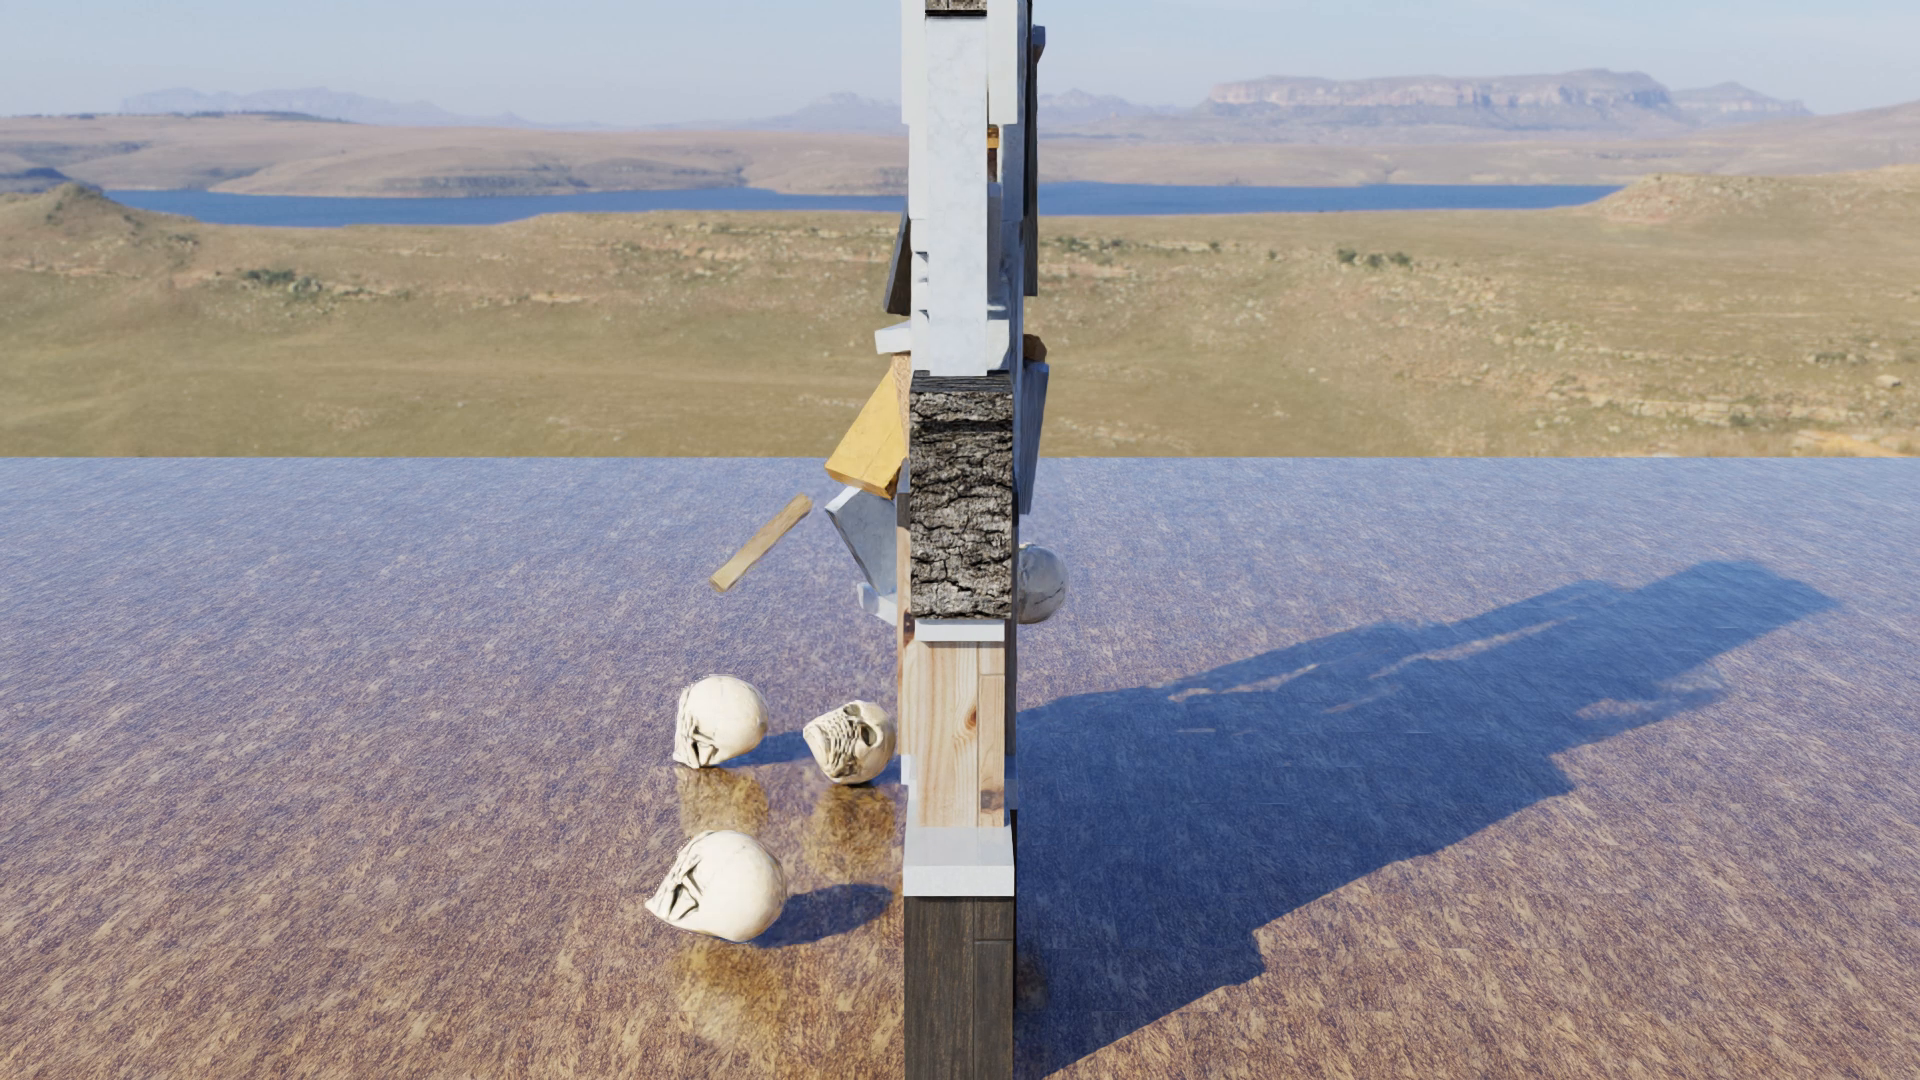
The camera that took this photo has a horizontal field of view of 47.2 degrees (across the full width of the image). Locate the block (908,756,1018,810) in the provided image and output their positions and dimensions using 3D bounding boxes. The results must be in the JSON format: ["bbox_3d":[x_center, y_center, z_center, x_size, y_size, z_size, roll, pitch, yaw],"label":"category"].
[{"bbox_3d":[0.005,0.331,3.254,0.154,0.044,0.309,0,11,0],"label":"block"}]

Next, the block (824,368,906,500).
[{"bbox_3d":[-0.117,-0.219,4.142,0.144,0.288,0.041,20,-23,31],"label":"block"}]

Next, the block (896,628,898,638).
[{"bbox_3d":[-0.027,0.279,4.386,0.165,0.329,0.047,-10,11,-7],"label":"block"}]

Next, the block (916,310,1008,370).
[{"bbox_3d":[0.003,-0.200,3.119,0.130,0.260,0.037,0,10,0],"label":"block"}]

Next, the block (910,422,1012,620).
[{"bbox_3d":[0.001,-0.030,2.876,0.132,0.265,0.037,0,11,0],"label":"block"}]

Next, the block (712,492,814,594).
[{"bbox_3d":[-0.366,0.006,4.061,0.228,0.032,0.114,-44,1,-9],"label":"block"}]

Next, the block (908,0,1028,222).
[{"bbox_3d":[0.012,-0.660,3.323,0.173,0.347,0.049,1,12,3],"label":"block"}]

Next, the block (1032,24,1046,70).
[{"bbox_3d":[0.030,-0.767,3.734,0.148,0.042,0.297,7,-32,-13],"label":"block"}]

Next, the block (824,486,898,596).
[{"bbox_3d":[-0.161,-0.012,4.189,0.114,0.228,0.032,-43,39,-17],"label":"block"}]

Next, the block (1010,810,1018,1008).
[{"bbox_3d":[0.004,0.523,3.185,0.154,0.309,0.044,0,10,0],"label":"block"}]

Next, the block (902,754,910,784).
[{"bbox_3d":[-0.005,0.155,3.448,0.173,0.461,0.049,0,11,0],"label":"block"}]

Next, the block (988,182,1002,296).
[{"bbox_3d":[0.006,-0.403,2.962,0.095,0.190,0.027,0,53,0],"label":"block"}]

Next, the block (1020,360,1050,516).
[{"bbox_3d":[0.069,-0.177,3.715,0.132,0.265,0.037,8,26,2],"label":"block"}]

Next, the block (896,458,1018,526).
[{"bbox_3d":[-0.004,-0.074,3.288,0.173,0.049,0.346,0,10,0],"label":"block"}]

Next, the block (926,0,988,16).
[{"bbox_3d":[-0.005,-0.644,2.823,0.077,0.022,0.154,0,-22,0],"label":"block"}]

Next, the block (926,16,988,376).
[{"bbox_3d":[-0.003,-0.440,2.871,0.077,0.491,0.022,0,30,0],"label":"block"}]

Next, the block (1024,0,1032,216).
[{"bbox_3d":[0.027,-0.702,3.551,0.173,0.346,0.049,1,12,3],"label":"block"}]

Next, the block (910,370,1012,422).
[{"bbox_3d":[0.002,-0.194,2.936,0.132,0.037,0.265,0,11,0],"label":"block"}]

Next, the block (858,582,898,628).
[{"bbox_3d":[-0.072,0.116,4.257,0.165,0.047,0.329,-12,11,-17],"label":"block"}]

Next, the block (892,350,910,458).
[{"bbox_3d":[-0.030,-0.205,3.958,0.144,0.288,0.041,-8,-12,-7],"label":"block"}]

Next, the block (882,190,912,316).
[{"bbox_3d":[-0.031,-0.536,3.868,0.148,0.297,0.042,7,22,-16],"label":"block"}]

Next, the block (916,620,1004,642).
[{"bbox_3d":[0.000,0.095,3.018,0.118,0.033,0.236,0,11,0],"label":"block"}]

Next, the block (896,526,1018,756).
[{"bbox_3d":[-0.004,0.141,3.212,0.173,0.346,0.049,0,10,0],"label":"block"}]

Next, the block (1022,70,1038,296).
[{"bbox_3d":[0.054,-0.591,3.651,0.148,0.371,0.042,0,13,2],"label":"block"}]

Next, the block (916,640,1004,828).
[{"bbox_3d":[0.000,0.256,2.968,0.118,0.264,0.033,0,11,0],"label":"block"}]

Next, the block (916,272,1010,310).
[{"bbox_3d":[0.003,-0.362,3.177,0.130,0.037,0.260,0,11,0],"label":"block"}]

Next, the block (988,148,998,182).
[{"bbox_3d":[0.005,-0.471,3.143,0.095,0.190,0.027,0,11,0],"label":"block"}]

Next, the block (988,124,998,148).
[{"bbox_3d":[0.005,-0.564,3.060,0.095,0.027,0.190,0,13,0],"label":"block"}]

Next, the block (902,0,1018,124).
[{"bbox_3d":[0.000,-0.871,3.054,0.162,0.575,0.046,0,13,0],"label":"block"}]

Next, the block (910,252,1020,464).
[{"bbox_3d":[0.007,-0.283,3.383,0.162,0.324,0.046,1,11,2],"label":"block"}]

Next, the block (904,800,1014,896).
[{"bbox_3d":[-0.002,0.412,2.962,0.142,0.040,0.284,0,11,0],"label":"block"}]

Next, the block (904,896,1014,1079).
[{"bbox_3d":[-0.002,0.589,2.898,0.142,0.284,0.040,0,11,0],"label":"block"}]

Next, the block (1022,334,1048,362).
[{"bbox_3d":[0.074,-0.330,3.764,0.132,0.037,0.265,11,1,5],"label":"block"}]

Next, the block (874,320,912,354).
[{"bbox_3d":[-0.052,-0.384,4.073,0.144,0.041,0.288,-5,9,13],"label":"block"}]

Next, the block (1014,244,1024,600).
[{"bbox_3d":[0.019,-0.194,3.624,0.162,0.585,0.046,1,10,2],"label":"block"}]

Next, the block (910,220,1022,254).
[{"bbox_3d":[0.014,-0.484,3.456,0.162,0.046,0.324,1,11,2],"label":"block"}]

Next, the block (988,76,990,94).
[{"bbox_3d":[0.000,-0.588,2.950,0.077,0.022,0.154,0,-6,0],"label":"block"}]
